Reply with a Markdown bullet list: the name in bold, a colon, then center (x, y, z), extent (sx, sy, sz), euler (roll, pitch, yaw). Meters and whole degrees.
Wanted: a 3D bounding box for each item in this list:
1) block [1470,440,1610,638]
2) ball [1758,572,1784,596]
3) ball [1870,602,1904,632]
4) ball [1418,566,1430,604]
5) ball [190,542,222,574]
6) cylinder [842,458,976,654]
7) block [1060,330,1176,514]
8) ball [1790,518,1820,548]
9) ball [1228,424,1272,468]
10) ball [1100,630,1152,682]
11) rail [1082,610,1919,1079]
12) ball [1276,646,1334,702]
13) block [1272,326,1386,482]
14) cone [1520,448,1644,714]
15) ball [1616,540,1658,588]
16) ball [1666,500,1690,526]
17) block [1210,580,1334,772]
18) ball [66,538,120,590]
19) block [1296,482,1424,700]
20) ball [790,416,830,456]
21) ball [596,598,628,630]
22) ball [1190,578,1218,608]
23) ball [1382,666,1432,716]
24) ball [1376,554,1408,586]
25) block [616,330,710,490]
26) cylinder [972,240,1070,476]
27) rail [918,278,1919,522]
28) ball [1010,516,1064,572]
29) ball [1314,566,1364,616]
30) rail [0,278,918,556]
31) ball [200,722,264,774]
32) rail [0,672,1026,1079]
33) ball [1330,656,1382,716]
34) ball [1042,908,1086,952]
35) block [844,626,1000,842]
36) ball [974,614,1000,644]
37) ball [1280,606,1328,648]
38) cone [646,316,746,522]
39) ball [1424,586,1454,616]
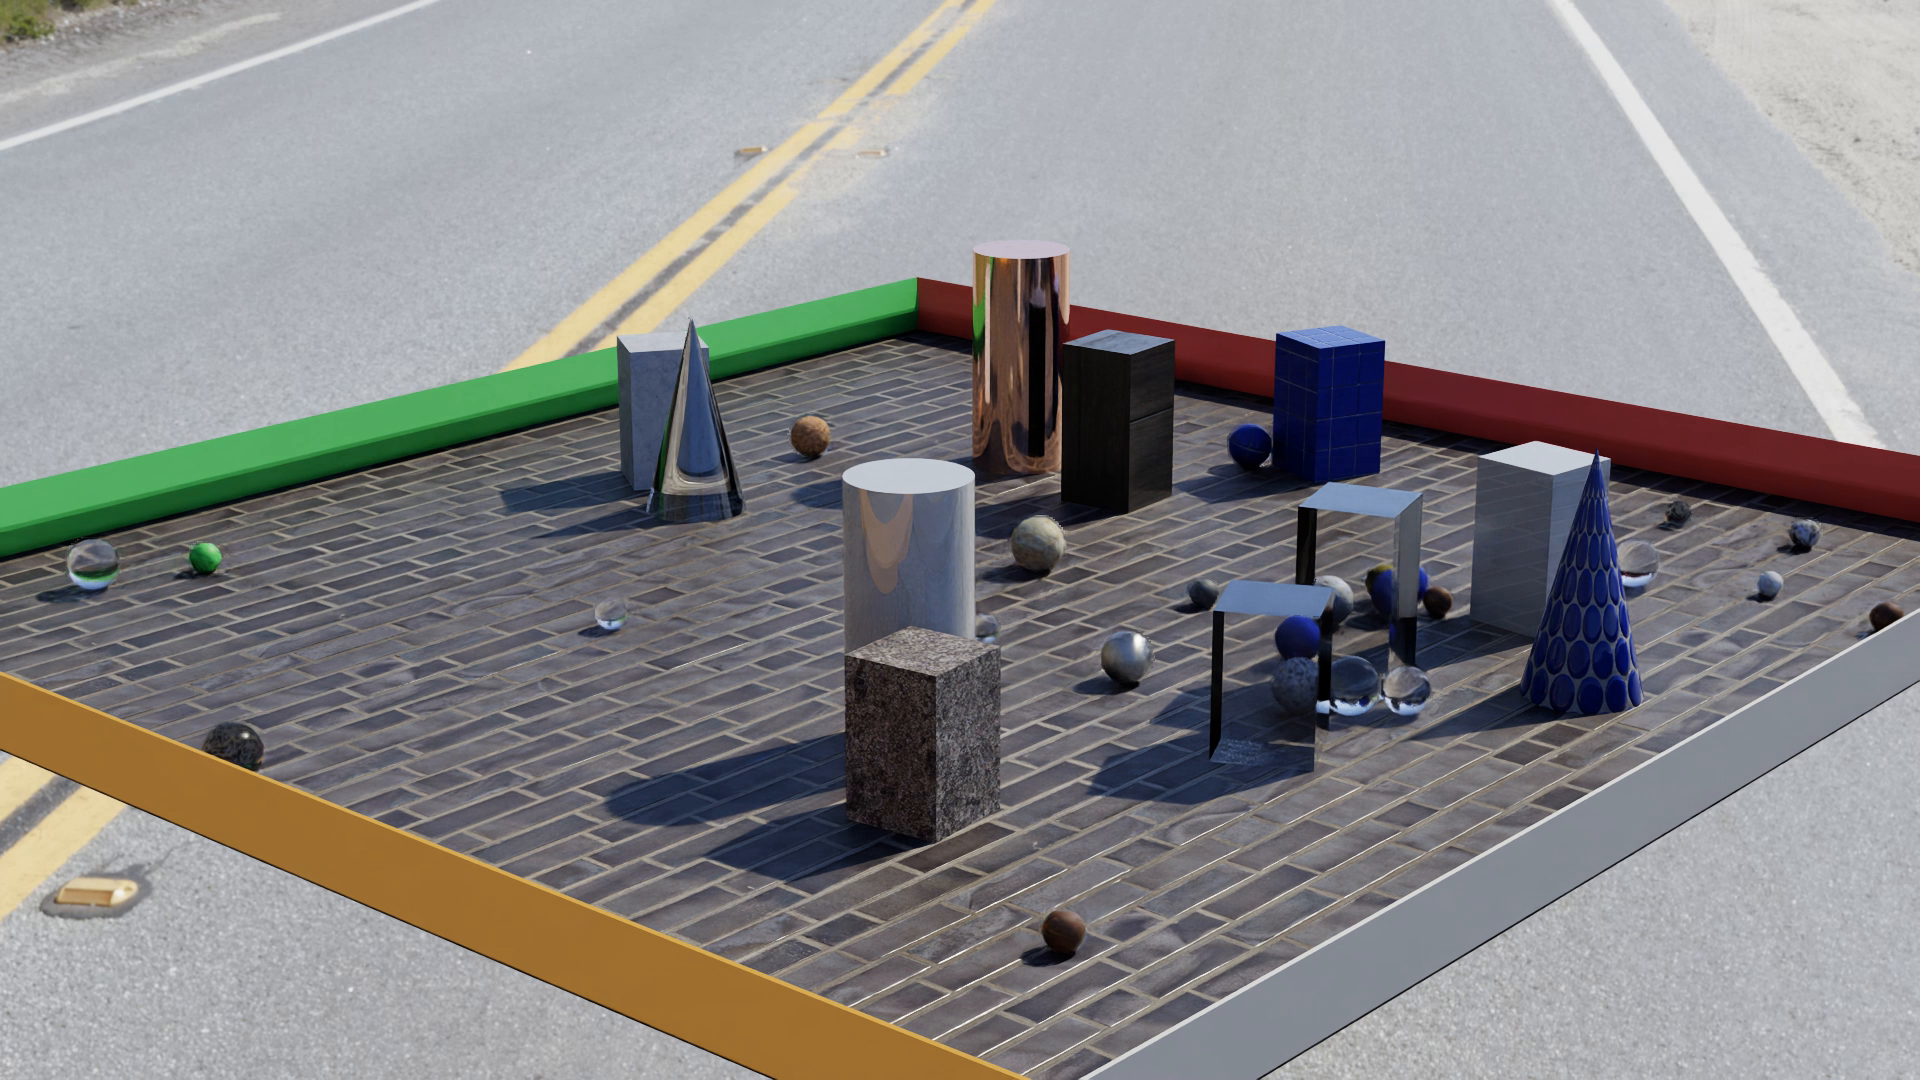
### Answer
- **block**: center (0.980, -0.001, 4.956), extent (0.156, 0.286, 0.156), euler (-14, 22, -40)
- **ball**: center (1.415, 0.077, 5.118), extent (0.044, 0.044, 0.044), euler (0, 17, 0)
- **ball**: center (1.556, 0.130, 4.921), extent (0.055, 0.055, 0.055), euler (0, 17, 0)
- **ball**: center (0.766, 0.077, 5.048), extent (0.084, 0.084, 0.084), euler (0, 17, 0)
- **ball**: center (-1.351, 0.032, 5.248), extent (0.054, 0.054, 0.054), euler (0, 17, 0)
- **cylinder**: center (-0.075, 0.106, 4.372), extent (0.195, 0.419, 0.195), euler (0, 17, 0)
- **block**: center (0.305, -0.231, 5.675), extent (0.156, 0.312, 0.156), euler (12, 21, 34)
- **ball**: center (1.555, -0.012, 5.396), extent (0.054, 0.054, 0.054), euler (0, 17, 0)
- **ball**: center (0.587, -0.191, 5.931), extent (0.088, 0.088, 0.088), euler (0, 17, 0)
- **ball**: center (0.266, 0.187, 4.685), extent (0.083, 0.083, 0.083), euler (0, 17, 0)
- **rail**: center (1.087, 0.304, 4.216), extent (0.045, 0.127, 3.052), euler (14, 22, 39)
- **ball**: center (0.541, 0.210, 4.600), extent (0.088, 0.088, 0.088), euler (0, 17, 0)
- **block**: center (0.739, -0.275, 5.886), extent (0.156, 0.273, 0.156), euler (-8, 19, -26)
- **cone**: center (0.984, 0.049, 4.587), extent (0.195, 0.404, 0.195), euler (0, 17, 0)
- **ball**: center (1.188, 0.042, 5.164), extent (0.084, 0.084, 0.084), euler (0, 17, 0)
- **ball**: center (1.356, -0.051, 5.537), extent (0.046, 0.046, 0.046), euler (0, 17, 0)
- **block**: center (0.466, 0.200, 4.375), extent (0.156, 0.236, 0.156), euler (4, 17, 14)
- **ball**: center (-1.522, 0.043, 5.148), extent (0.091, 0.091, 0.091), euler (0, 17, 0)
- **block**: center (0.632, 0.079, 4.666), extent (0.156, 0.299, 0.156), euler (8, 18, 24)
- **ball**: center (-0.307, -0.213, 6.012), extent (0.082, 0.082, 0.082), euler (0, 17, 0)
- **ball**: center (-0.588, 0.124, 4.944), extent (0.054, 0.054, 0.054), euler (0, 17, 0)
- **ball**: center (0.421, 0.091, 5.061), extent (0.049, 0.049, 0.049), euler (0, 17, 0)
- **ball**: center (0.691, 0.233, 4.541), extent (0.077, 0.077, 0.077), euler (0, 17, 0)
- **ball**: center (0.762, 0.060, 5.129), extent (0.070, 0.070, 0.070), euler (0, 17, 0)
- **block**: center (-0.587, -0.259, 5.824), extent (0.156, 0.278, 0.156), euler (-5, 17, -15)
- **cylinder**: center (0.122, -0.369, 5.909), extent (0.195, 0.441, 0.195), euler (0, 17, 0)
- **rail**: center (0.985, -0.296, 6.206), extent (2.927, 0.127, 0.045), euler (14, 22, 39)
- **ball**: center (0.139, 0.007, 5.257), extent (0.098, 0.098, 0.098), euler (0, 17, 0)
- **ball**: center (0.647, 0.087, 5.010), extent (0.086, 0.086, 0.086), euler (0, 17, 0)
- **rail**: center (-1.087, -0.241, 6.024), extent (0.045, 0.127, 3.052), euler (14, 22, 39)
- **ball**: center (-1.058, 0.310, 4.266), extent (0.090, 0.090, 0.090), euler (0, 17, 0)
- **rail**: center (-0.985, 0.359, 4.034), extent (2.927, 0.127, 0.045), euler (14, 22, 39)
- **ball**: center (0.606, 0.226, 4.538), extent (0.094, 0.094, 0.094), euler (0, 17, 0)
- **ball**: center (0.131, 0.495, 3.712), extent (0.055, 0.055, 0.055), euler (0, 17, 0)
- **block**: center (-0.052, 0.271, 4.126), extent (0.156, 0.245, 0.156), euler (11, 20, 33)
- **ball**: center (0.040, 0.148, 4.868), extent (0.052, 0.052, 0.052), euler (0, 17, 0)
- **ball**: center (0.566, 0.146, 4.832), extent (0.076, 0.076, 0.076), euler (0, 17, 0)
- **cone**: center (-0.508, -0.245, 5.597), extent (0.195, 0.382, 0.195), euler (0, 17, 0)
- **ball**: center (0.819, 0.104, 5.016), extent (0.050, 0.050, 0.050), euler (0, 17, 0)
